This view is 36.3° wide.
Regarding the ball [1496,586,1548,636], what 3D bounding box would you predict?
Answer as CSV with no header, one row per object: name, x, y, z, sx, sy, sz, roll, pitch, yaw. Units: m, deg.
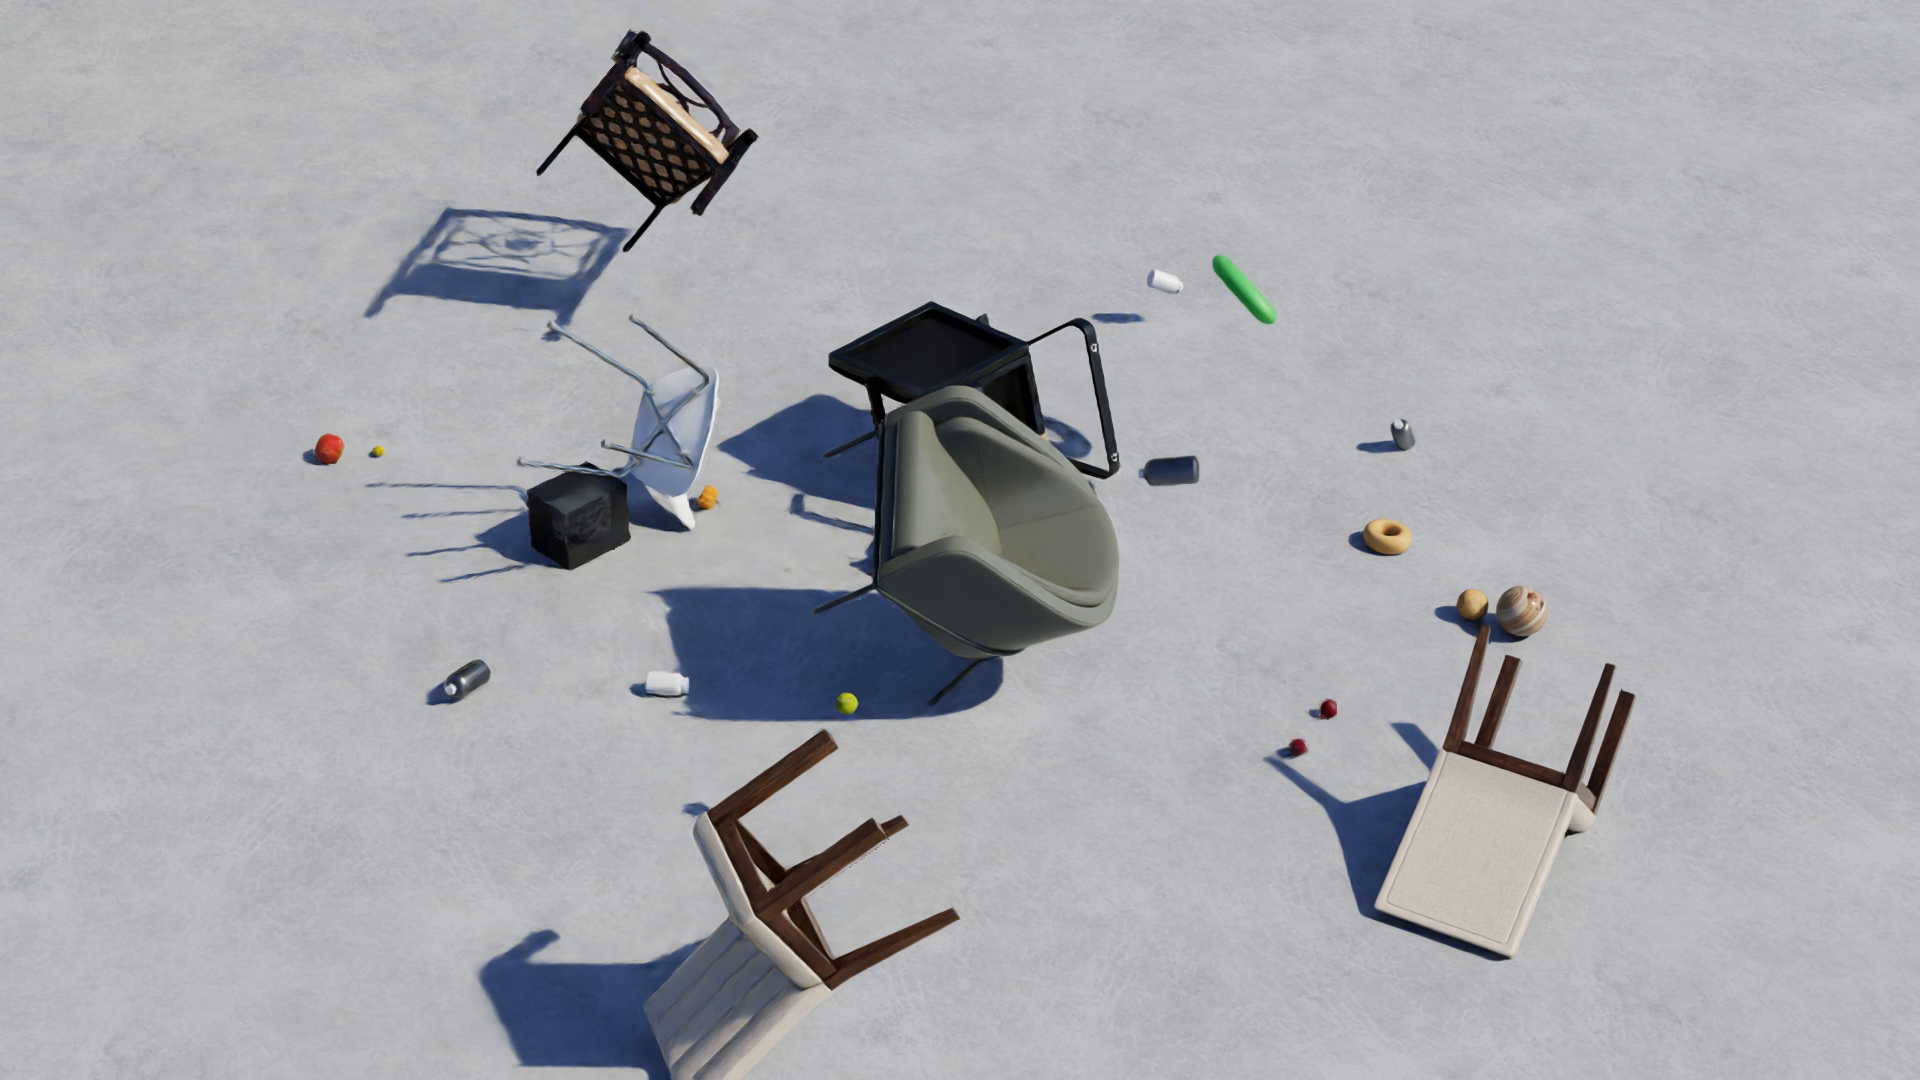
ball,1.993,0.251,10.397,0.182,0.182,0.182,0,33,0

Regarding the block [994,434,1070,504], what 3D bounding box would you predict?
block,0.255,-0.252,10.394,0.181,0.098,0.178,-22,72,-28

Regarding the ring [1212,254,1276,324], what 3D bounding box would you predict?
ring,1.062,-0.938,10.964,0.074,0.213,0.382,-43,54,9

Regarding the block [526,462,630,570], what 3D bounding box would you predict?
block,-1.412,-0.090,10.856,0.289,0.247,0.224,-29,43,-36

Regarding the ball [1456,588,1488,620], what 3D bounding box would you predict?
ball,1.835,0.230,10.492,0.113,0.113,0.113,0,33,0

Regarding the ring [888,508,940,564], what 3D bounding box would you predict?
ring,-0.169,-0.016,10.829,0.067,0.156,0.302,11,40,33

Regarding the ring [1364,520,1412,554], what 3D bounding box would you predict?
ring,1.588,-0.012,10.895,0.186,0.076,0.161,22,41,27
